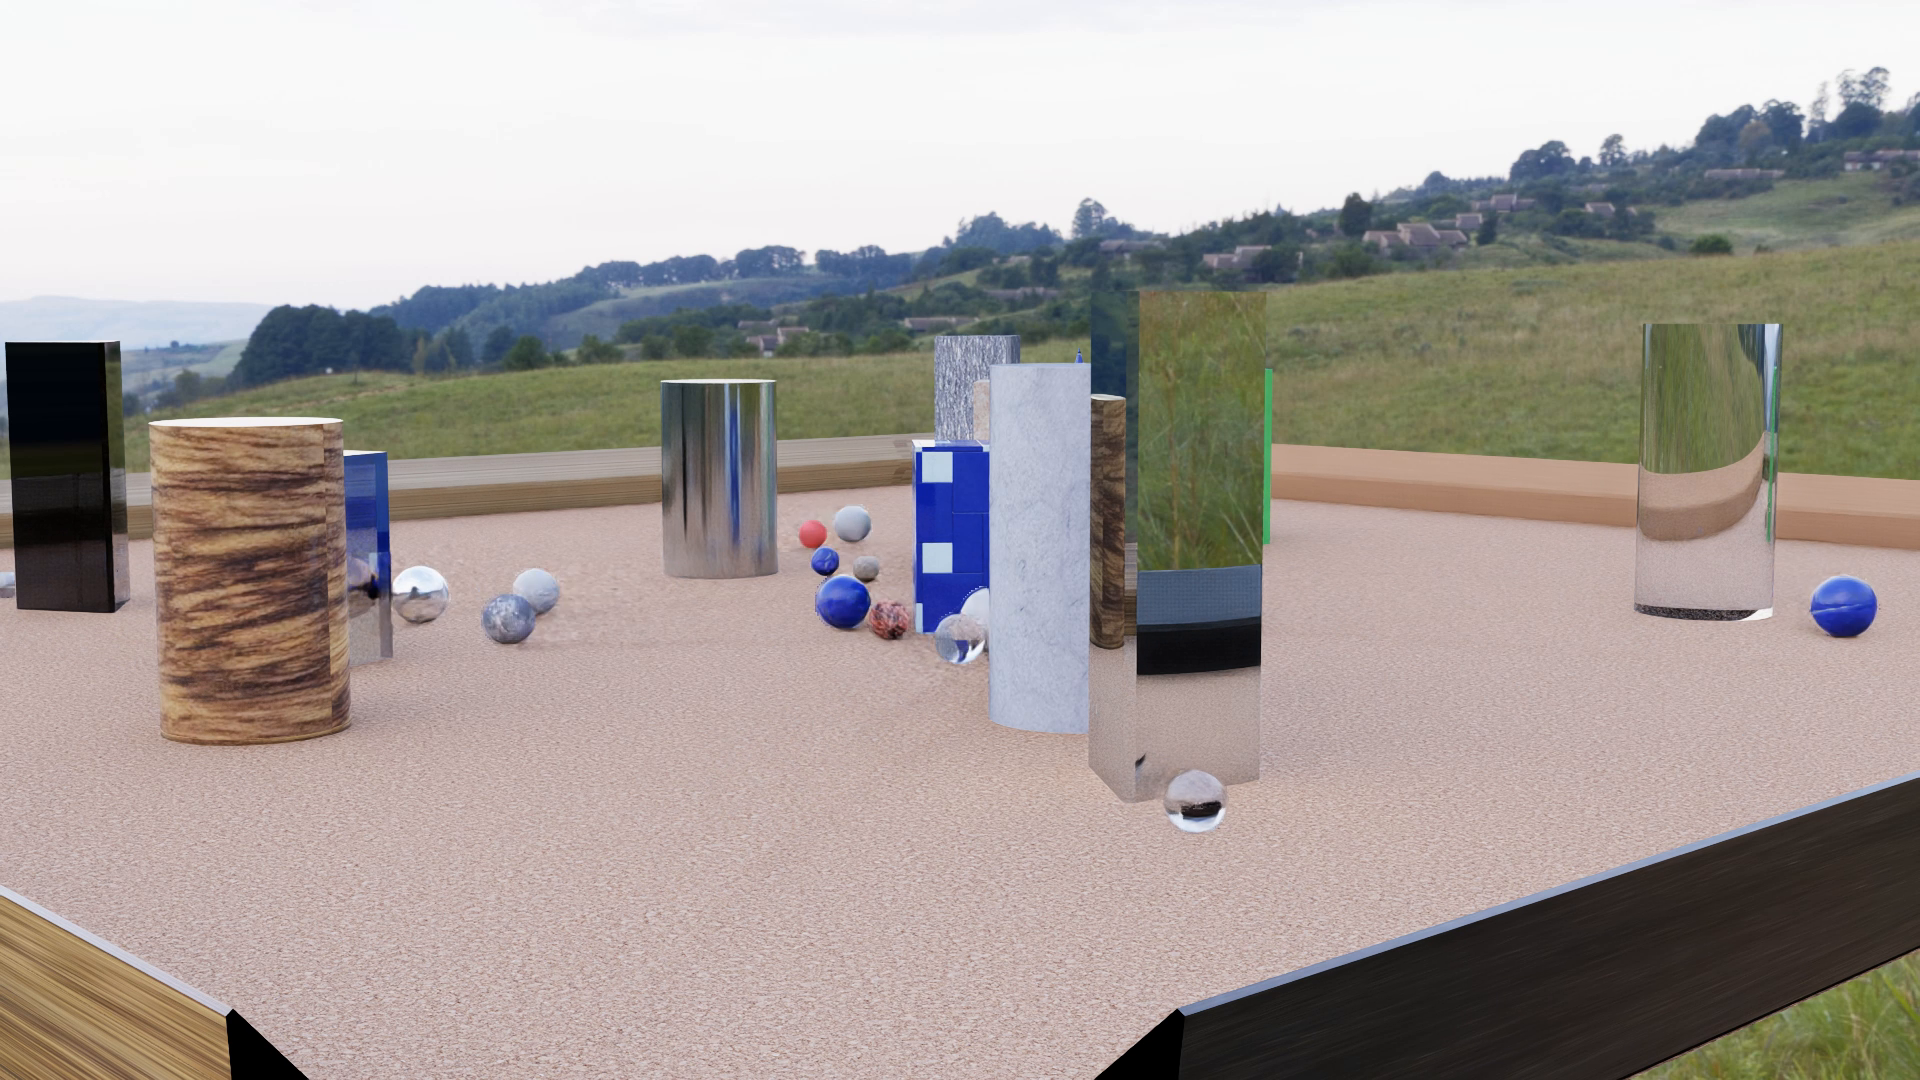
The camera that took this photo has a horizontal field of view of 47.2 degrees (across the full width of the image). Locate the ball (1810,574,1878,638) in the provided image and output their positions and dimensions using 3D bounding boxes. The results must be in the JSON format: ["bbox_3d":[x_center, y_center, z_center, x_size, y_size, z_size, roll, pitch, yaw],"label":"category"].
[{"bbox_3d":[1.205,0.090,2.996,0.085,0.085,0.085,0,6,0],"label":"ball"}]

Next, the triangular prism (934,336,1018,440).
[{"bbox_3d":[0.065,-0.177,4.051,0.168,0.396,0.146,5,8,37],"label":"triangular prism"}]

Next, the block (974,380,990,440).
[{"bbox_3d":[0.107,-0.112,3.786,0.155,0.322,0.155,1,6,5],"label":"block"}]

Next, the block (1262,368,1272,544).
[{"bbox_3d":[0.481,-0.159,4.186,0.155,0.332,0.155,-4,7,-35],"label":"block"}]

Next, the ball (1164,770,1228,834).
[{"bbox_3d":[0.201,0.223,1.875,0.054,0.054,0.054,0,6,0],"label":"ball"}]

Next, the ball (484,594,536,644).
[{"bbox_3d":[-0.600,0.106,2.928,0.068,0.068,0.068,0,6,0],"label":"ball"}]

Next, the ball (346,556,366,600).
[{"bbox_3d":[-0.944,0.058,3.366,0.070,0.070,0.070,0,6,0],"label":"ball"}]

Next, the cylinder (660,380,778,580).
[{"bbox_3d":[-0.407,-0.106,3.720,0.194,0.324,0.194,0,6,0],"label":"cylinder"}]

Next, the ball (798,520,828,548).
[{"bbox_3d":[-0.275,-0.011,4.107,0.054,0.054,0.054,0,6,0],"label":"ball"}]

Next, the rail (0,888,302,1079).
[{"bbox_3d":[-1.328,0.161,2.113,0.045,0.126,3.576,-5,8,-42],"label":"rail"}]

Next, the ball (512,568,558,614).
[{"bbox_3d":[-0.620,0.076,3.214,0.067,0.067,0.067,0,6,0],"label":"ball"}]

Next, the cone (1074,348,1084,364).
[{"bbox_3d":[0.239,-0.204,4.434,0.194,0.369,0.194,0,6,0],"label":"cone"}]

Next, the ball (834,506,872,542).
[{"bbox_3d":[-0.206,-0.031,4.208,0.072,0.072,0.072,0,6,0],"label":"ball"}]

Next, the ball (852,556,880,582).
[{"bbox_3d":[-0.154,0.047,3.596,0.044,0.044,0.044,0,6,0],"label":"ball"}]

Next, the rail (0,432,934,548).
[{"bbox_3d":[-1.196,-0.102,4.622,3.662,0.126,0.045,-5,8,-42],"label":"rail"}]

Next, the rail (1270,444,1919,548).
[{"bbox_3d":[1.328,-0.095,4.551,0.045,0.126,3.576,-5,8,-42],"label":"rail"}]

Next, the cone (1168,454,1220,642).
[{"bbox_3d":[0.262,-0.044,3.024,0.194,0.346,0.194,0,6,0],"label":"cone"}]

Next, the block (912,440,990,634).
[{"bbox_3d":[0.013,-0.008,3.098,0.155,0.258,0.155,0,6,-3],"label":"block"}]

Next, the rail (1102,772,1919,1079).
[{"bbox_3d":[1.196,0.168,2.042,3.662,0.126,0.045,-5,8,-42],"label":"rail"}]

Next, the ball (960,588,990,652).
[{"bbox_3d":[0.042,0.104,2.859,0.085,0.085,0.085,0,6,0],"label":"ball"}]

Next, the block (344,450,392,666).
[{"bbox_3d":[-0.830,0.023,2.768,0.155,0.264,0.155,3,7,25],"label":"block"}]

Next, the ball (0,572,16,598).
[{"bbox_3d":[-1.470,0.070,3.394,0.042,0.042,0.042,0,6,0],"label":"ball"}]

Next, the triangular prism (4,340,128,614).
[{"bbox_3d":[-1.306,-0.100,3.306,0.168,0.397,0.146,2,6,17],"label":"triangular prism"}]

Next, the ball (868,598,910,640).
[{"bbox_3d":[-0.096,0.107,2.977,0.055,0.055,0.055,0,6,0],"label":"ball"}]

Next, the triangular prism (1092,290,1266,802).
[{"bbox_3d":[0.174,-0.002,2.075,0.168,0.461,0.146,-5,8,-38],"label":"triangular prism"}]

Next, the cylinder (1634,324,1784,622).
[{"bbox_3d":[1.097,-0.105,3.227,0.194,0.424,0.194,0,6,0],"label":"cylinder"}]

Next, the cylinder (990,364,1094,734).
[{"bbox_3d":[0.129,0.003,2.392,0.194,0.384,0.194,0,6,0],"label":"cylinder"}]

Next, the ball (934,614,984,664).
[{"bbox_3d":[0.000,0.124,2.769,0.064,0.064,0.064,0,6,0],"label":"ball"}]

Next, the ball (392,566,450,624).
[{"bbox_3d":[-0.768,0.078,3.127,0.081,0.081,0.081,0,6,0],"label":"ball"}]

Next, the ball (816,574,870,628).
[{"bbox_3d":[-0.163,0.086,3.074,0.075,0.075,0.075,0,6,0],"label":"ball"}]

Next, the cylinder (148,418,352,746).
[{"bbox_3d":[-0.749,0.038,2.328,0.194,0.327,0.194,0,6,0],"label":"cylinder"}]

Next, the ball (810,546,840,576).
[{"bbox_3d":[-0.226,0.036,3.688,0.049,0.049,0.049,0,6,0],"label":"ball"}]
